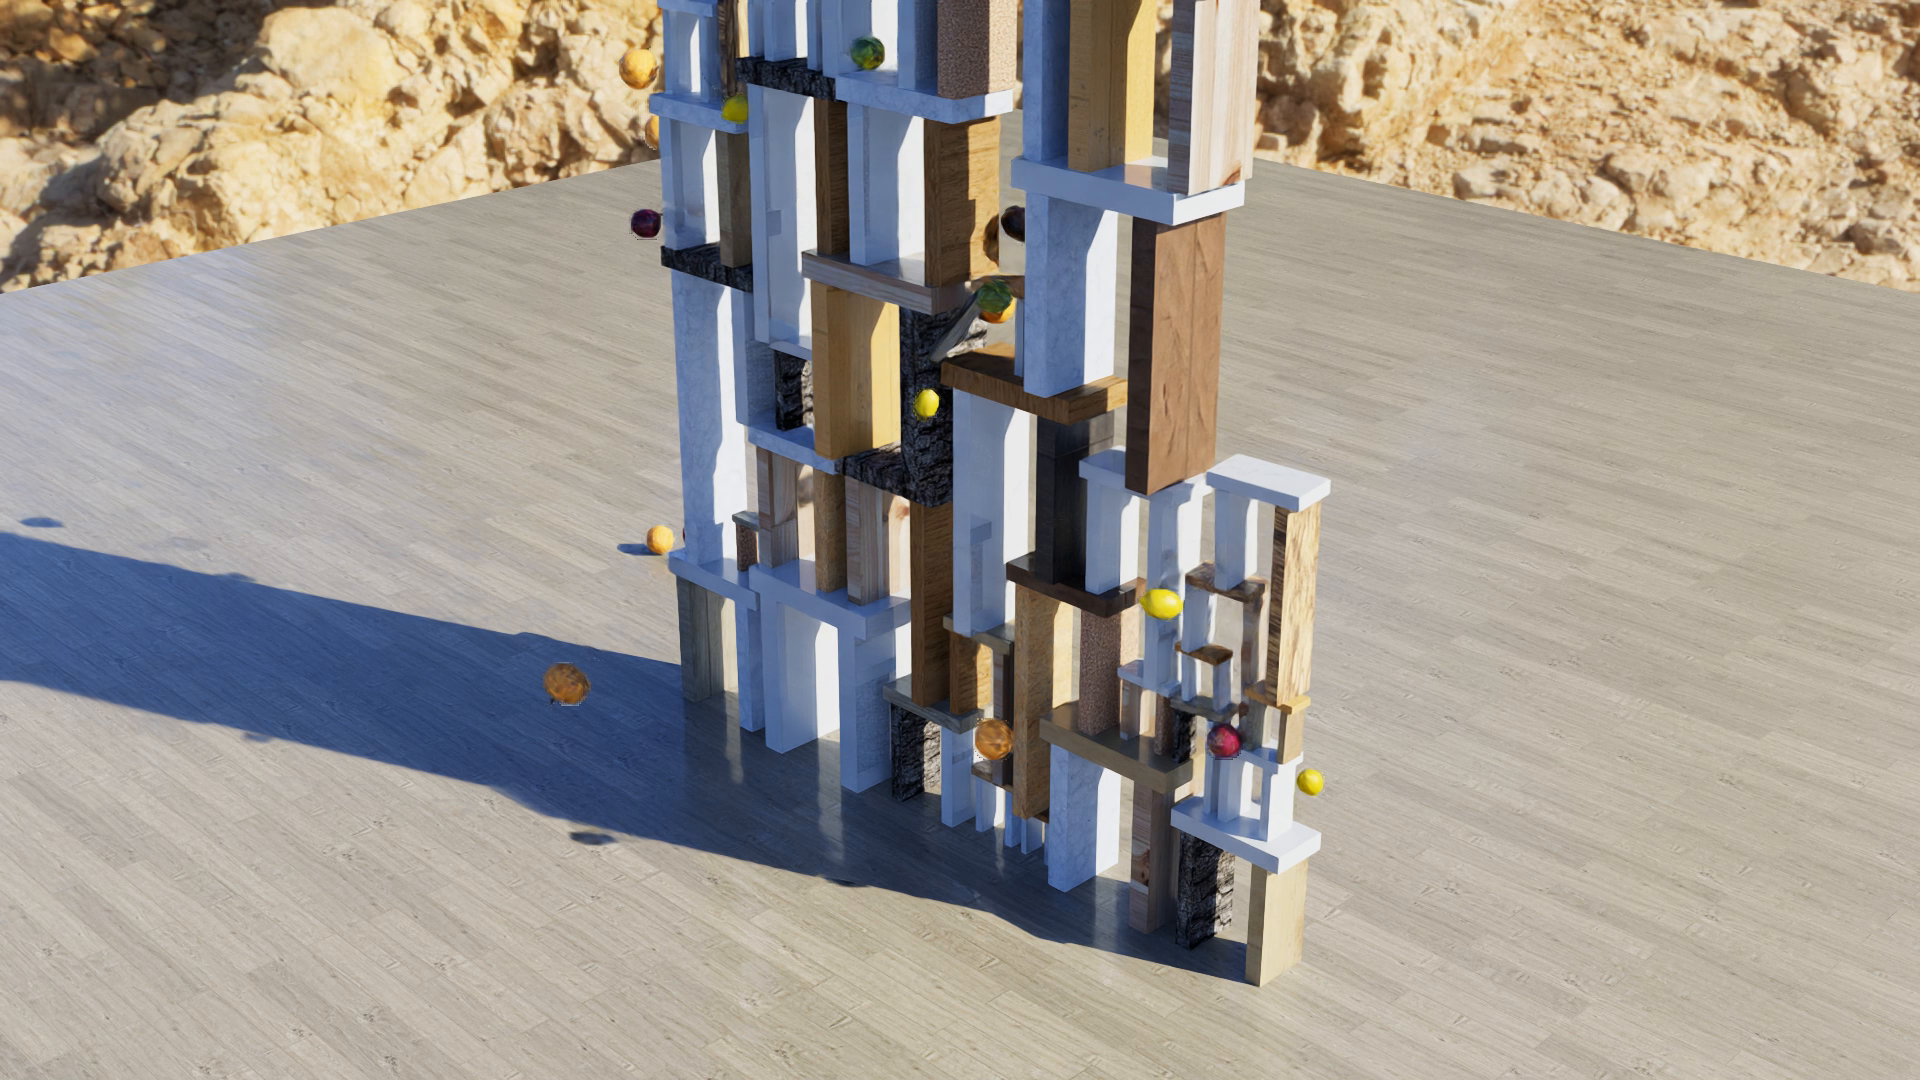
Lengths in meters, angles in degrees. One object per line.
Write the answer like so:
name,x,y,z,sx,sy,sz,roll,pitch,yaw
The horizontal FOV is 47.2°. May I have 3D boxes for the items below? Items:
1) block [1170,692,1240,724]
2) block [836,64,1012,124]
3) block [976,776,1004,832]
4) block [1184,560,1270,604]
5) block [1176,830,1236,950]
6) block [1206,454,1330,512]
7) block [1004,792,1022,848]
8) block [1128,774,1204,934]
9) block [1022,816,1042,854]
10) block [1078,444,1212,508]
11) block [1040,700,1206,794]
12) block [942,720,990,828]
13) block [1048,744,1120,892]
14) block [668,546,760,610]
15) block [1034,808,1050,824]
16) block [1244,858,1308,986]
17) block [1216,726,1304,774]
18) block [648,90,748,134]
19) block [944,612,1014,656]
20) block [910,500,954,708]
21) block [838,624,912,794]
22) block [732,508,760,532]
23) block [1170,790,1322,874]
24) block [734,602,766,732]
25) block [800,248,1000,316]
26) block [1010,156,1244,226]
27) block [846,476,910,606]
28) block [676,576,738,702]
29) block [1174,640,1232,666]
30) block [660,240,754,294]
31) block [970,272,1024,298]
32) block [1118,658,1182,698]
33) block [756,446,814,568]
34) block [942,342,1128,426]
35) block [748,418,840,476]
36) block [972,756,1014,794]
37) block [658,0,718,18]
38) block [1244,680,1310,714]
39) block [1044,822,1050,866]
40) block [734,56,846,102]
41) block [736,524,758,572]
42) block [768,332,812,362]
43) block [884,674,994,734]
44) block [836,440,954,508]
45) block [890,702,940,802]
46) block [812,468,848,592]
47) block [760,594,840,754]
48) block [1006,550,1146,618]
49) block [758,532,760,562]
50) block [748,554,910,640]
block,0.432,0.292,3.883,0.108,0.015,0.054,16,29,34
block,-0.067,-0.803,3.950,0.301,0.043,0.150,21,31,41
block,0.059,0.516,4.388,0.017,0.122,0.061,21,31,41
block,0.456,0.071,3.756,0.130,0.018,0.065,19,33,36
block,0.448,0.616,4.001,0.034,0.240,0.120,21,31,41
block,0.507,-0.095,3.623,0.183,0.026,0.091,19,32,37
block,0.117,0.539,4.334,0.017,0.122,0.061,21,31,41
block,0.382,0.559,4.053,0.043,0.305,0.153,21,31,41
block,0.141,0.566,4.310,0.046,0.092,0.013,-21,31,-41
block,0.322,-0.111,3.831,0.213,0.030,0.107,21,31,40
block,0.310,0.371,4.051,0.305,0.043,0.153,21,31,41
block,0.012,0.457,4.406,0.031,0.218,0.109,21,31,41
block,0.238,0.503,4.185,0.043,0.305,0.153,21,31,41
block,-0.484,0.069,4.778,0.299,0.042,0.149,21,31,41
block,0.163,0.526,4.269,0.046,0.013,0.092,-21,31,-41
block,0.562,0.660,3.897,0.034,0.240,0.120,21,31,41
block,0.519,0.365,3.821,0.138,0.020,0.069,21,31,41
block,-0.481,-0.859,4.380,0.136,0.039,0.272,-21,31,-41
block,0.062,0.171,4.233,0.178,0.025,0.089,21,31,41
block,-0.035,0.108,4.315,0.039,0.433,0.136,21,31,41
block,-0.166,0.325,4.536,0.180,0.359,0.051,-21,31,-41
block,-0.429,-0.040,4.677,0.055,0.016,0.111,-21,31,-41
block,0.505,0.512,3.896,0.240,0.034,0.120,21,31,41
block,-0.413,0.254,4.780,0.042,0.299,0.149,21,31,41
block,-0.114,-0.501,4.128,0.354,0.050,0.177,21,31,41
block,0.276,-0.598,3.662,0.179,0.051,0.358,-22,31,-40
block,-0.164,-0.016,4.401,0.136,0.272,0.039,-21,31,-41
block,-0.554,0.199,4.910,0.042,0.299,0.149,21,31,41
block,0.426,0.193,3.844,0.092,0.013,0.046,21,33,40
block,-0.464,-0.566,4.487,0.288,0.041,0.144,21,31,41
block,0.096,-0.454,3.922,0.144,0.020,0.072,12,25,43
block,0.349,0.247,3.956,0.060,0.017,0.121,-21,31,-40
block,-0.357,-0.085,4.575,0.131,0.263,0.037,-21,31,-40
block,0.132,-0.285,3.963,0.314,0.044,0.157,21,31,40
block,-0.295,-0.199,4.460,0.131,0.037,0.263,-21,31,-41
block,0.087,0.463,4.333,0.122,0.017,0.061,21,31,40
block,-0.511,-1.058,4.335,0.169,0.024,0.085,21,31,40
block,0.541,0.267,3.749,0.050,0.014,0.101,-21,31,-40
block,0.184,0.583,4.270,0.013,0.092,0.046,21,31,41
block,-0.274,-0.878,4.149,0.293,0.041,0.146,21,31,41
block,-0.454,0.009,4.726,0.016,0.111,0.055,21,31,41
block,-0.294,-0.387,4.388,0.170,0.024,0.085,21,31,40
block,-0.039,0.322,4.405,0.218,0.031,0.109,21,31,41
block,-0.101,-0.134,4.281,0.136,0.039,0.272,-21,31,-41
block,-0.090,0.416,4.500,0.031,0.218,0.109,21,31,41
block,-0.234,-0.036,4.460,0.037,0.263,0.131,21,31,41
block,-0.335,0.259,4.691,0.180,0.359,0.051,-21,31,-40
block,0.215,0.073,4.025,0.245,0.035,0.122,21,31,40
block,-0.402,0.029,4.678,0.016,0.111,0.055,21,31,41
block,-0.250,0.103,4.533,0.180,0.051,0.359,-21,31,-41
